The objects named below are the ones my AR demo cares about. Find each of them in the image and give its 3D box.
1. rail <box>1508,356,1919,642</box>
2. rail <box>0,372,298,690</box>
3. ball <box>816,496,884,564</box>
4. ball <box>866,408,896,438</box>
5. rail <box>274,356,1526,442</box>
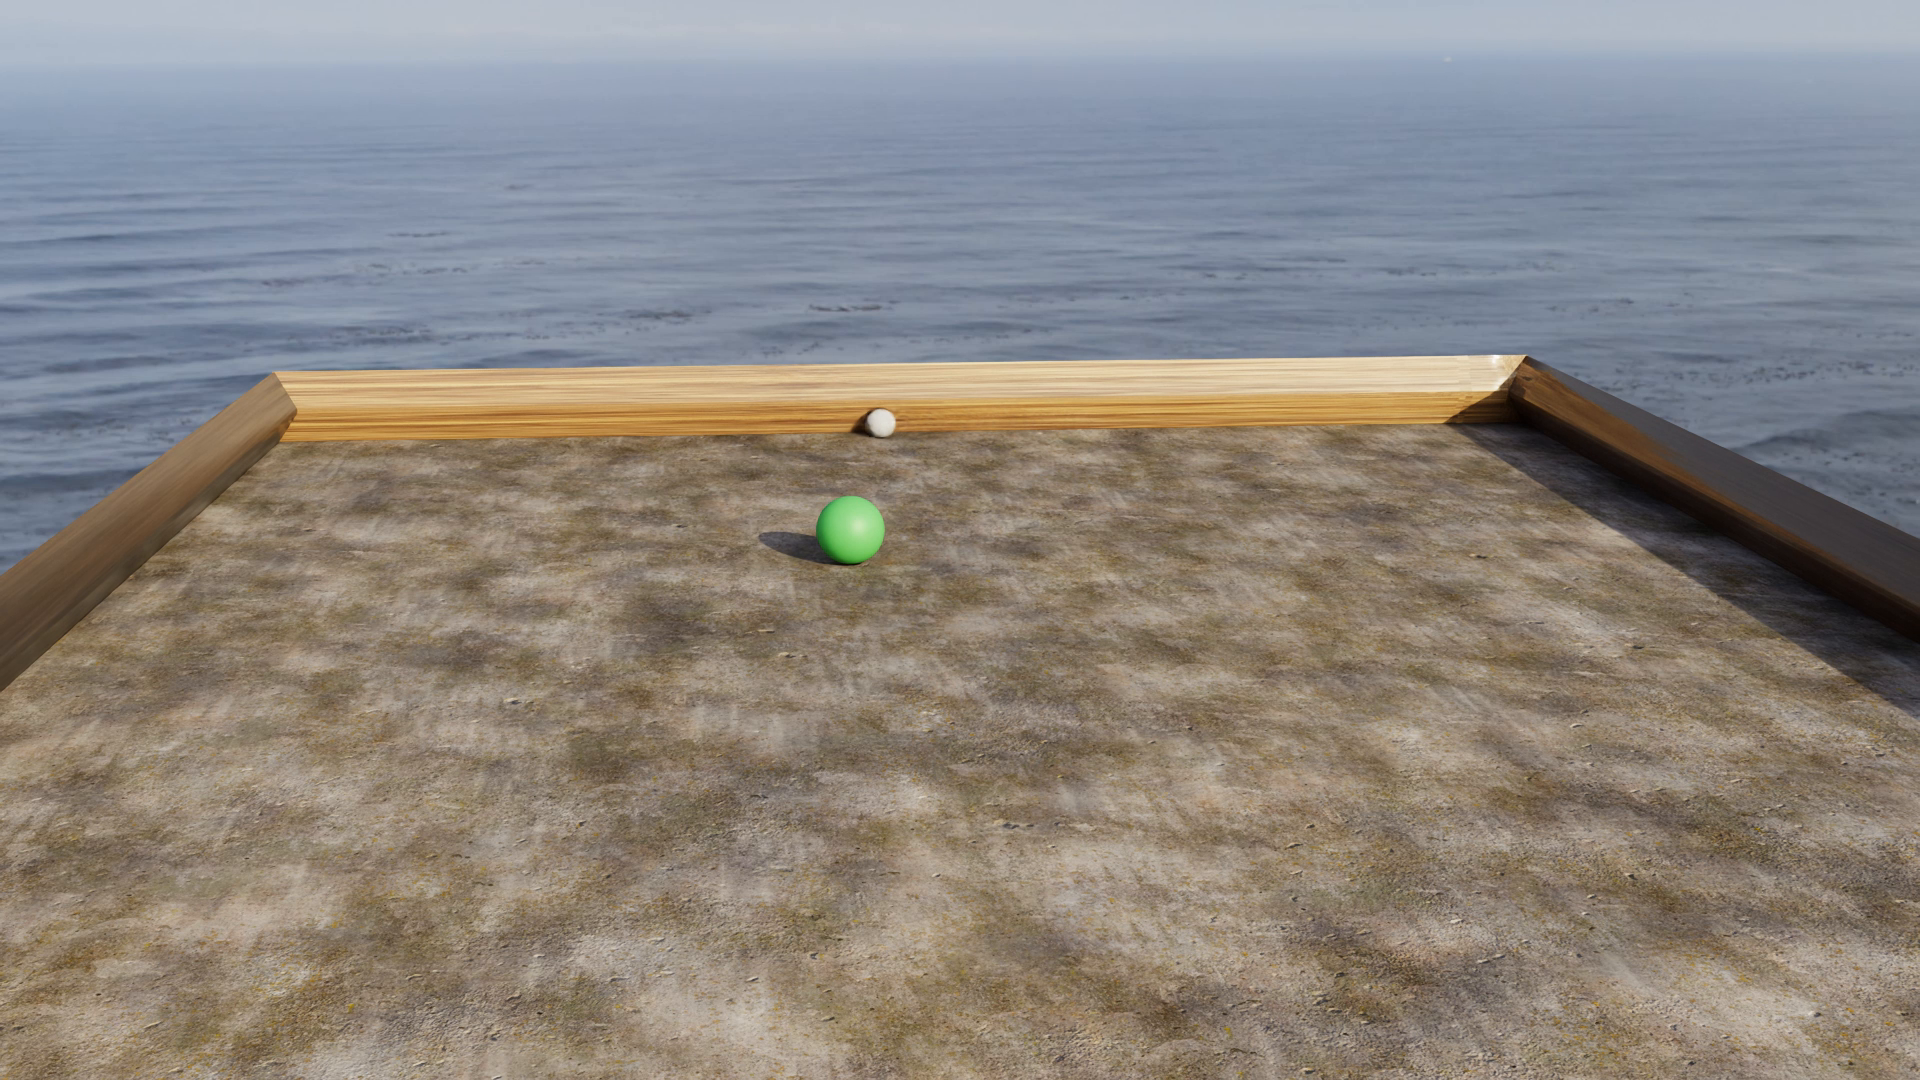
[{"bbox_3d":[1.155,0.181,2.108,0.045,0.120,3.832,-1,14,-5],"label":"rail"},{"bbox_3d":[-0.995,0.224,1.933,0.045,0.120,3.832,-1,14,-5],"label":"rail"},{"bbox_3d":[-0.148,-0.013,2.965,0.093,0.093,0.093,0,14,0],"label":"ball"},{"bbox_3d":[-0.137,-0.203,3.825,0.051,0.051,0.051,0,14,0],"label":"ball"},{"bbox_3d":[-0.078,-0.246,3.851,2.204,0.120,0.045,-1,14,-5],"label":"rail"}]
